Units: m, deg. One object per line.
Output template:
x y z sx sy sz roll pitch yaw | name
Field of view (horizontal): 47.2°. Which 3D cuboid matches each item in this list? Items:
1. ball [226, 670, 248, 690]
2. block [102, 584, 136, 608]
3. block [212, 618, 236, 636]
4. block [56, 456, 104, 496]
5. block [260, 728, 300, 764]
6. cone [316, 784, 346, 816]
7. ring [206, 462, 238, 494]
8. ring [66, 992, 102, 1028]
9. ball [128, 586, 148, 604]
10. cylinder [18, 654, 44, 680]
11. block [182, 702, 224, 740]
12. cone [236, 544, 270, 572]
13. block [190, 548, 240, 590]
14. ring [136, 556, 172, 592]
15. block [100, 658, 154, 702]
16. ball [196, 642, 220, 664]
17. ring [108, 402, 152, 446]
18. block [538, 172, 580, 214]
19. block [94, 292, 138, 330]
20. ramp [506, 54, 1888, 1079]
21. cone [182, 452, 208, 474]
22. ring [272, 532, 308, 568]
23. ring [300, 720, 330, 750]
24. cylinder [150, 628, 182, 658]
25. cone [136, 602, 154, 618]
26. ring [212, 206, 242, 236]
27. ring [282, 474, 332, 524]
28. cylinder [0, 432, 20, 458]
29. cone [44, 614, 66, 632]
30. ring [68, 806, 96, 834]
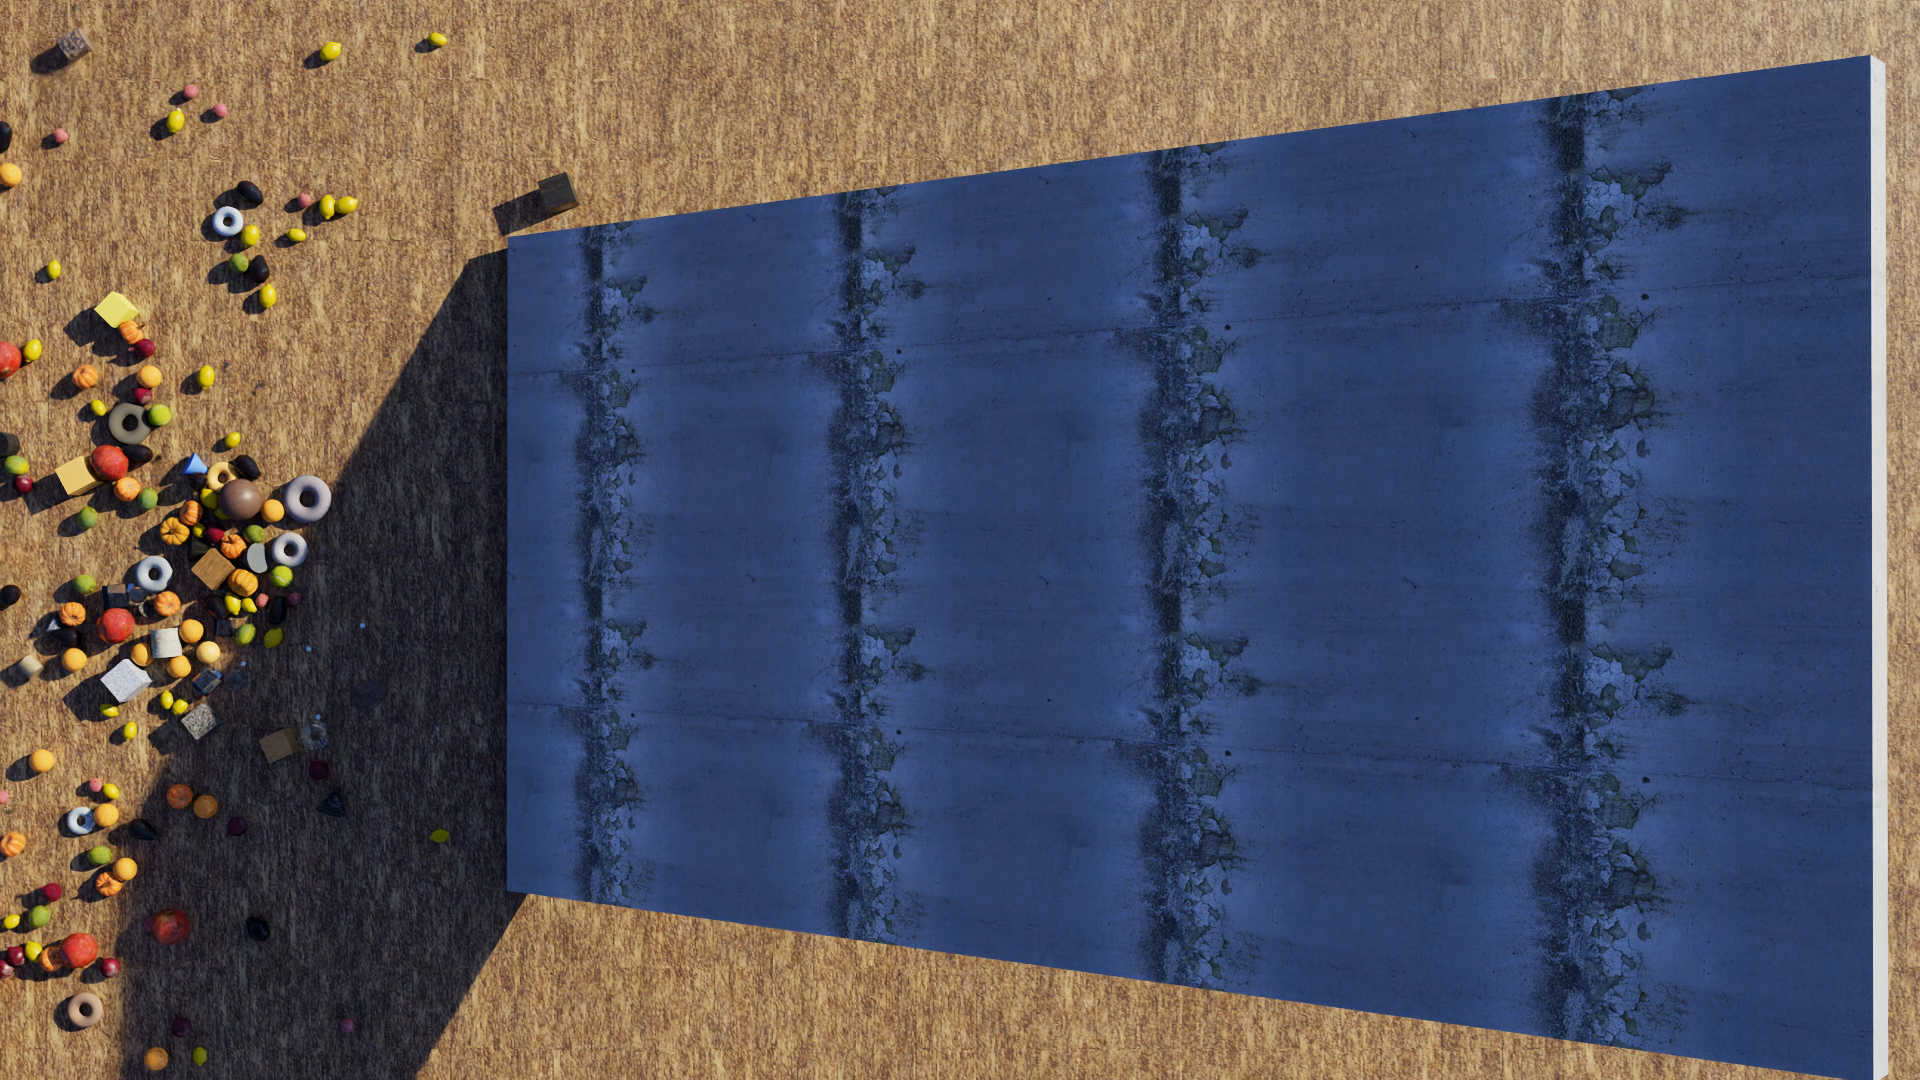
-2.227 0.431 6.775 0.060 0.060 0.060 0 90 0 | ball
-2.590 0.173 6.772 0.071 0.071 0.071 -6 90 0 | block
-2.268 0.269 6.780 0.052 0.052 0.052 4 90 0 | block
-2.709 -0.197 6.766 0.087 0.087 0.087 -28 90 0 | block
-2.092 0.632 6.764 0.080 0.080 0.080 -24 90 0 | block
-1.927 0.795 6.783 0.090 0.090 0.090 9 63 0 | cone
-2.278 -0.191 6.793 0.101 0.034 0.101 0 88 0 | ring
-2.699 1.449 6.780 0.111 0.037 0.111 0 91 0 | ring
-2.529 0.169 6.764 0.053 0.053 0.053 0 90 0 | ball
-2.865 0.392 6.778 0.055 0.055 0.055 43 90 0 | cylinder
-2.329 0.558 6.765 0.079 0.079 0.079 -39 90 0 | block
-2.200 0.060 6.787 0.093 0.093 0.093 -7 90 27 | cone
-2.288 0.089 6.763 0.090 0.090 0.090 44 90 0 | block
-2.488 0.105 6.789 0.115 0.038 0.115 0 88 1 | ring
-2.559 0.431 6.759 0.093 0.093 0.093 -40 90 0 | block
-2.315 0.346 6.771 0.070 0.070 0.070 0 90 0 | ball
-2.564 -0.359 6.789 0.135 0.045 0.135 0 89 -1 | ring
-1.234 -1.067 6.769 0.093 0.093 0.093 -19 90 0 | block
-2.597 -0.707 6.775 0.077 0.077 0.077 45 90 0 | block
0.225 0.064 5.542 4.000 0.100 2.000 0 90 38 | ramp
-2.346 -0.220 6.793 0.077 0.077 0.077 29 90 -27 | cone
-2.070 0.032 6.790 0.112 0.037 0.112 0 90 -1 | ring
-1.990 0.604 6.789 0.093 0.031 0.093 0 90 -1 | ring
-2.442 0.317 6.763 0.086 0.086 0.086 -5 90 0 | cylinder
-2.532 0.223 6.795 0.053 0.053 0.053 -19 90 32 | cone
-2.264 -0.984 6.800 0.094 0.031 0.094 0 90 -1 | ring
-2.014 -0.127 6.785 0.150 0.050 0.150 0 91 0 | ring
-2.952 -0.293 6.769 0.083 0.083 0.083 0 90 0 | cylinder
-2.783 0.269 6.793 0.061 0.061 0.061 40 90 -35 | cone
-2.712 0.866 6.788 0.086 0.029 0.086 0 89 -1 | ring
